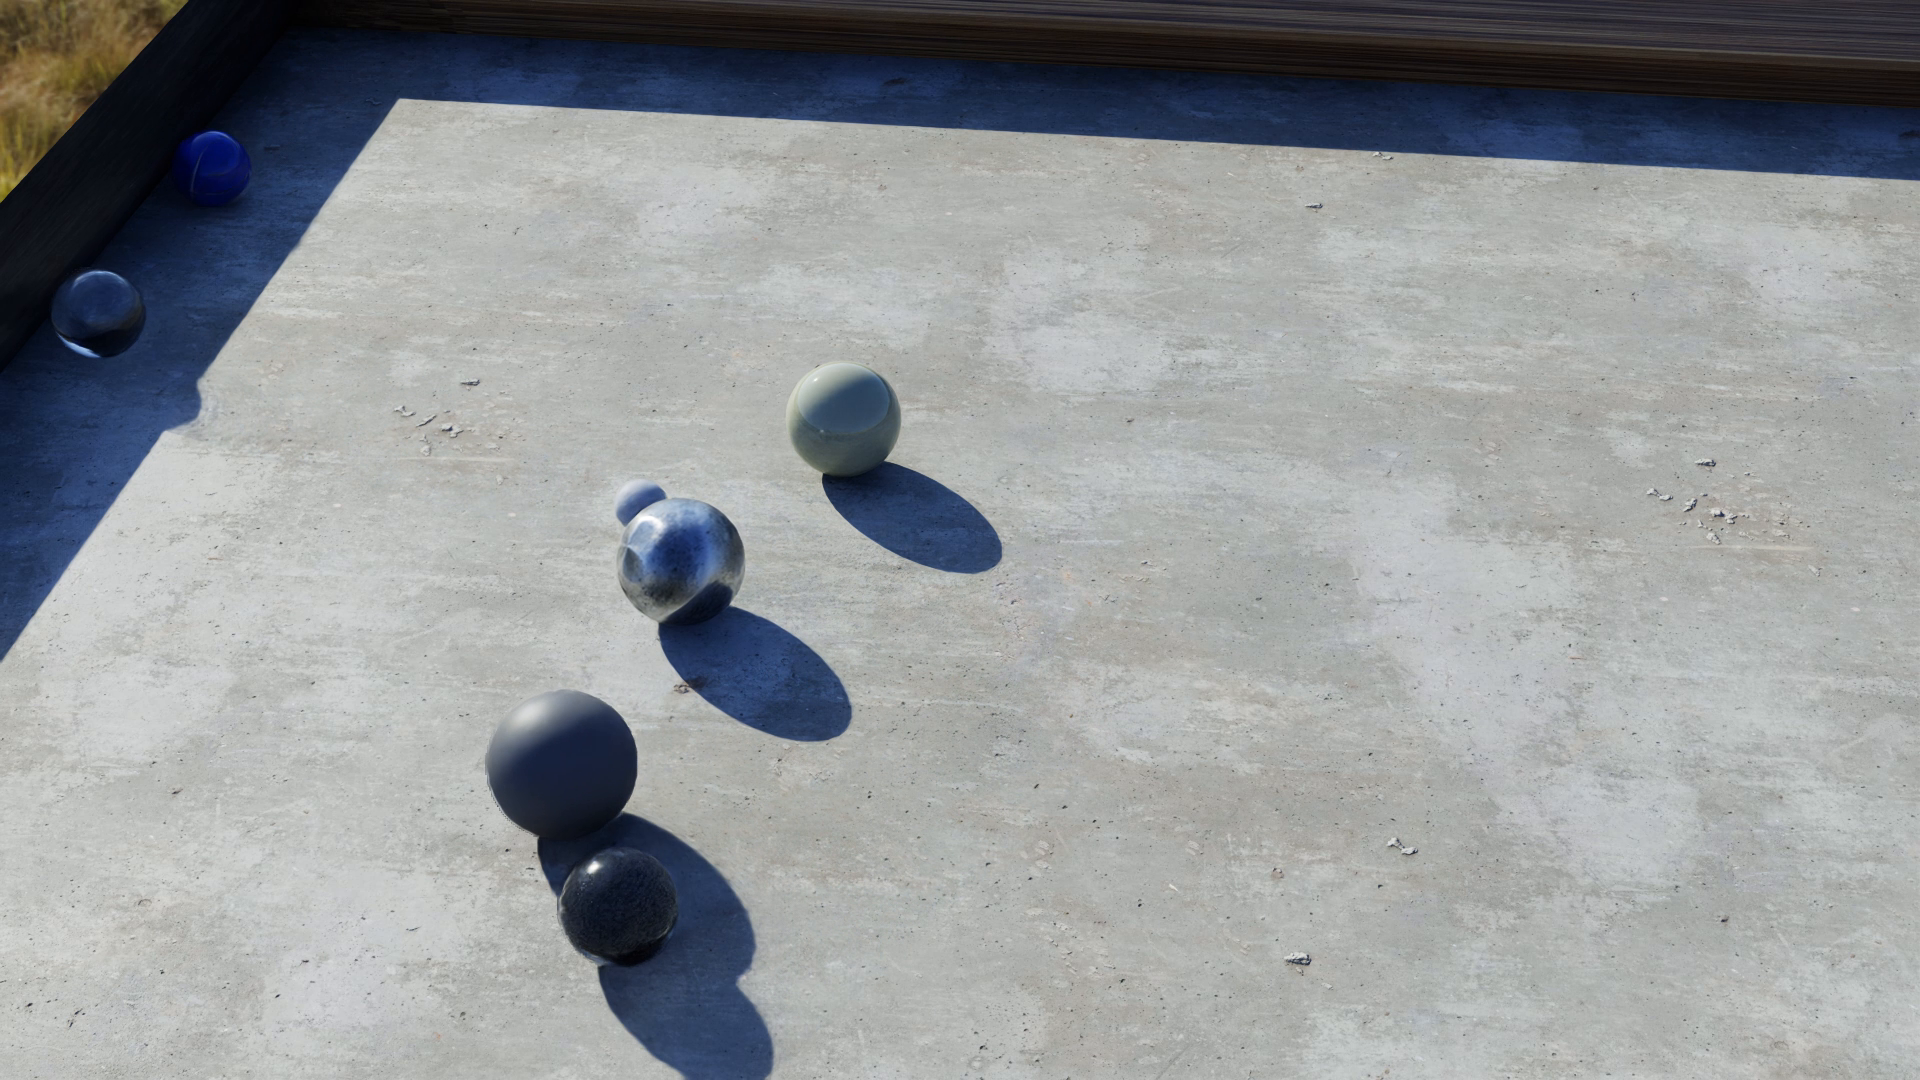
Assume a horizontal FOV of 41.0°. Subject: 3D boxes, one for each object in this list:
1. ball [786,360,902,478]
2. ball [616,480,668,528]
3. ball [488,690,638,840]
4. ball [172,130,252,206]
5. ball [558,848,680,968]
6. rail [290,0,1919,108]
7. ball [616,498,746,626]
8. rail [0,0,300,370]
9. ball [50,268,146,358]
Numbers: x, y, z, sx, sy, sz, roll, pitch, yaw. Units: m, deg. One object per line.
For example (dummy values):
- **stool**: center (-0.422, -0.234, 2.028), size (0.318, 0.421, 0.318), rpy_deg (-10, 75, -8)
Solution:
- **ball**: center (-0.090, -0.094, 1.990), size (0.090, 0.090, 0.090), rpy_deg (0, 35, 0)
- **ball**: center (-0.240, -0.025, 1.935), size (0.040, 0.040, 0.040), rpy_deg (0, 35, 0)
- **ball**: center (-0.254, 0.144, 1.643), size (0.096, 0.096, 0.096), rpy_deg (0, 35, 0)
- **ball**: center (-0.690, -0.343, 2.367), size (0.070, 0.070, 0.070), rpy_deg (0, 35, 0)
- **ball**: center (-0.206, 0.222, 1.551), size (0.072, 0.072, 0.072), rpy_deg (0, 35, 0)
- **rail**: center (0.935, -0.470, 2.500), size (3.325, 0.124, 0.045), rpy_deg (4, 35, 6)
- **ball**: center (-0.199, 0.016, 1.831), size (0.092, 0.092, 0.092), rpy_deg (0, 35, 0)
- **rail**: center (-0.801, -0.076, 1.933), size (0.045, 0.124, 1.842), rpy_deg (4, 35, 6)
- **ball**: center (-0.719, -0.189, 2.140), size (0.076, 0.076, 0.076), rpy_deg (0, 35, 0)
